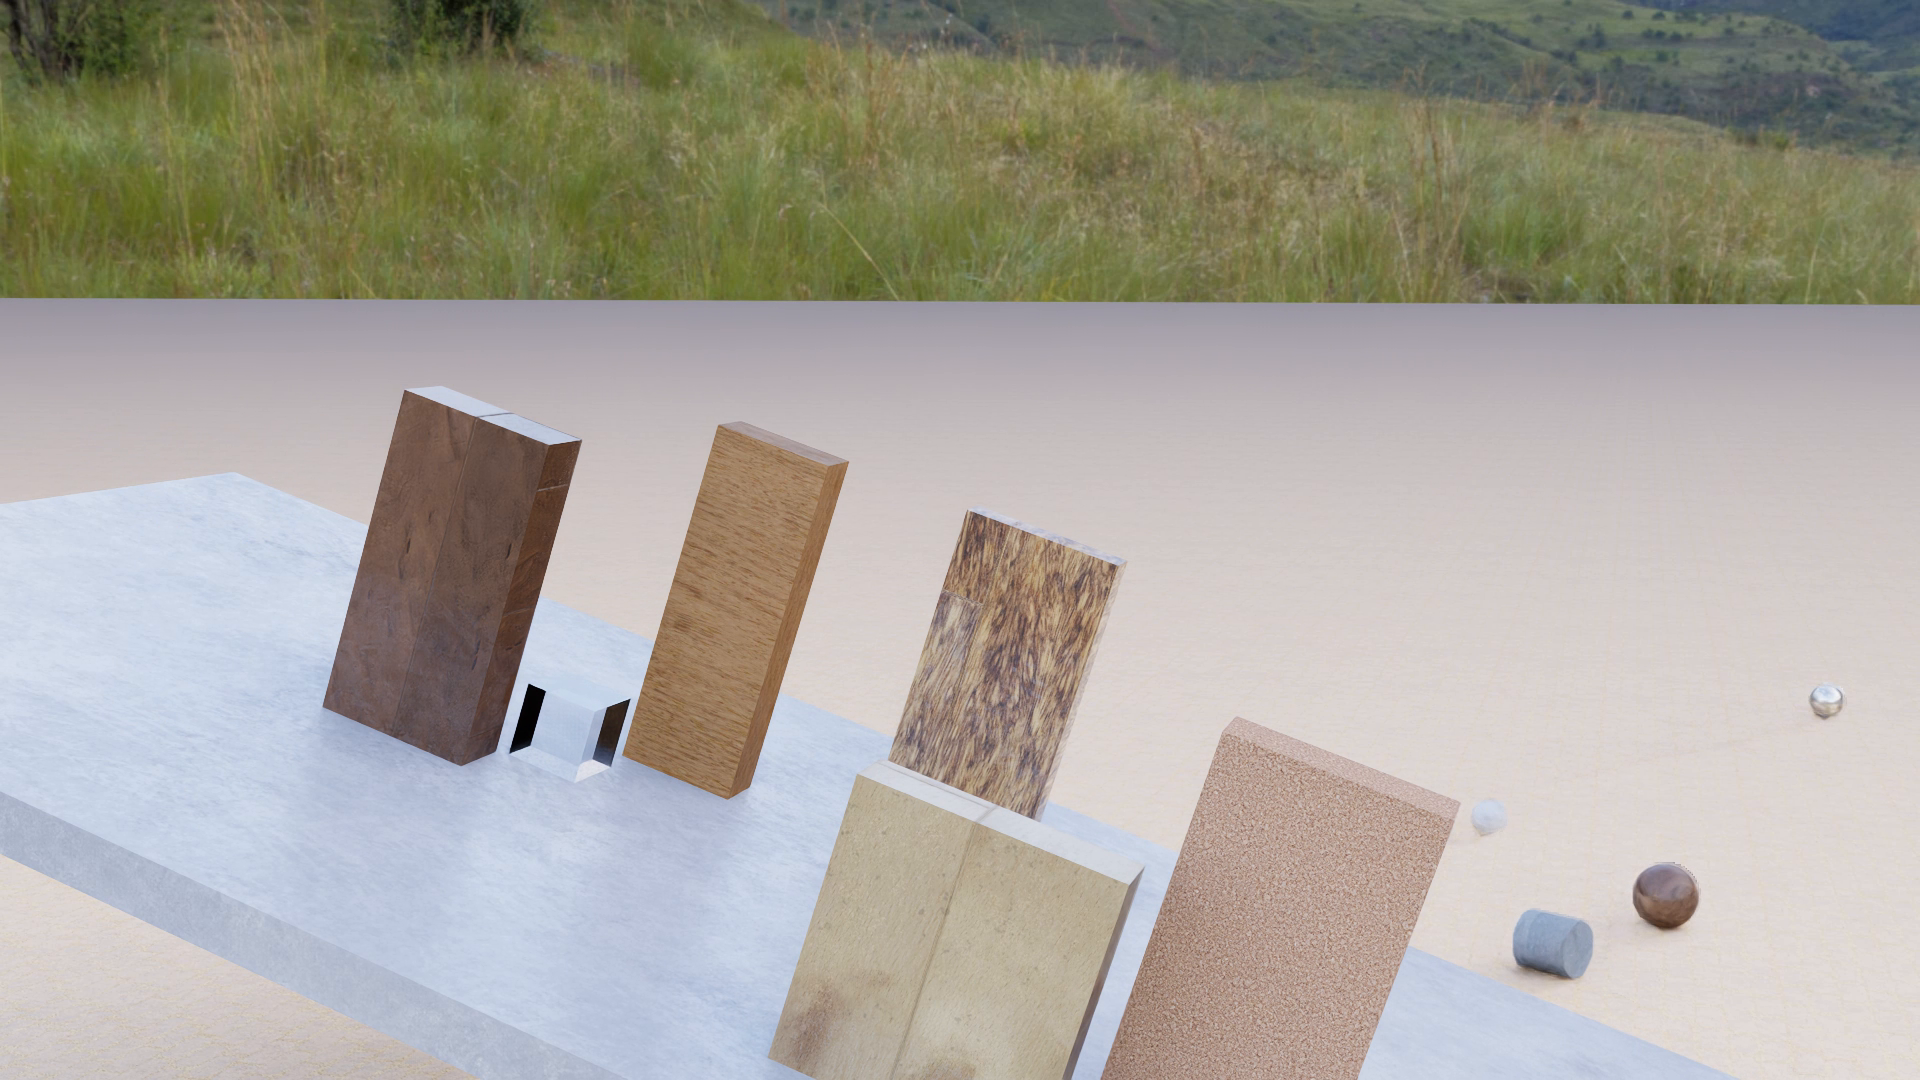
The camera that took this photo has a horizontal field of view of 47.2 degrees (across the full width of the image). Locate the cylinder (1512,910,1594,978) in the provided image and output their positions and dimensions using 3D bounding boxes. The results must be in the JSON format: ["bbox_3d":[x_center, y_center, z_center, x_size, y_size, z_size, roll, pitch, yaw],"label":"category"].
[{"bbox_3d":[1.573,1.073,5.837,0.153,0.153,0.153,-7,10,-44],"label":"cylinder"}]

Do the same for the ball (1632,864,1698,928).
[{"bbox_3d":[2.000,1.010,6.238,0.181,0.181,0.181,0,7,0],"label":"ball"}]

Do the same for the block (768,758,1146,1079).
[{"bbox_3d":[-0.010,0.650,3.378,0.445,0.486,0.112,21,12,14],"label":"block"}]

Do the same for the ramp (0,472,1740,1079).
[{"bbox_3d":[-0.355,0.669,4.225,4.000,0.100,2.000,21,12,14],"label":"ramp"}]

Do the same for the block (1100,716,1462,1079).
[{"bbox_3d":[0.489,0.675,3.475,0.372,0.695,0.124,21,12,14],"label":"block"}]

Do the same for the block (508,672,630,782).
[{"bbox_3d":[-0.774,0.369,4.368,0.152,0.152,0.152,21,12,15],"label":"block"}]

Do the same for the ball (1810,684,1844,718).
[{"bbox_3d":[3.630,0.675,9.212,0.137,0.137,0.137,0,7,0],"label":"ball"}]

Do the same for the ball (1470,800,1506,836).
[{"bbox_3d":[1.748,0.919,7.278,0.113,0.113,0.113,0,7,0],"label":"ball"}]

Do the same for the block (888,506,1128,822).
[{"bbox_3d":[0.093,0.289,4.799,0.353,0.641,0.088,21,12,14],"label":"block"}]

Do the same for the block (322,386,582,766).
[{"bbox_3d":[-0.979,0.066,4.231,0.315,0.651,0.135,21,12,14],"label":"block"}]

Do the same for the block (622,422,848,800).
[{"bbox_3d":[-0.459,0.142,4.473,0.246,0.720,0.119,21,12,14],"label":"block"}]
